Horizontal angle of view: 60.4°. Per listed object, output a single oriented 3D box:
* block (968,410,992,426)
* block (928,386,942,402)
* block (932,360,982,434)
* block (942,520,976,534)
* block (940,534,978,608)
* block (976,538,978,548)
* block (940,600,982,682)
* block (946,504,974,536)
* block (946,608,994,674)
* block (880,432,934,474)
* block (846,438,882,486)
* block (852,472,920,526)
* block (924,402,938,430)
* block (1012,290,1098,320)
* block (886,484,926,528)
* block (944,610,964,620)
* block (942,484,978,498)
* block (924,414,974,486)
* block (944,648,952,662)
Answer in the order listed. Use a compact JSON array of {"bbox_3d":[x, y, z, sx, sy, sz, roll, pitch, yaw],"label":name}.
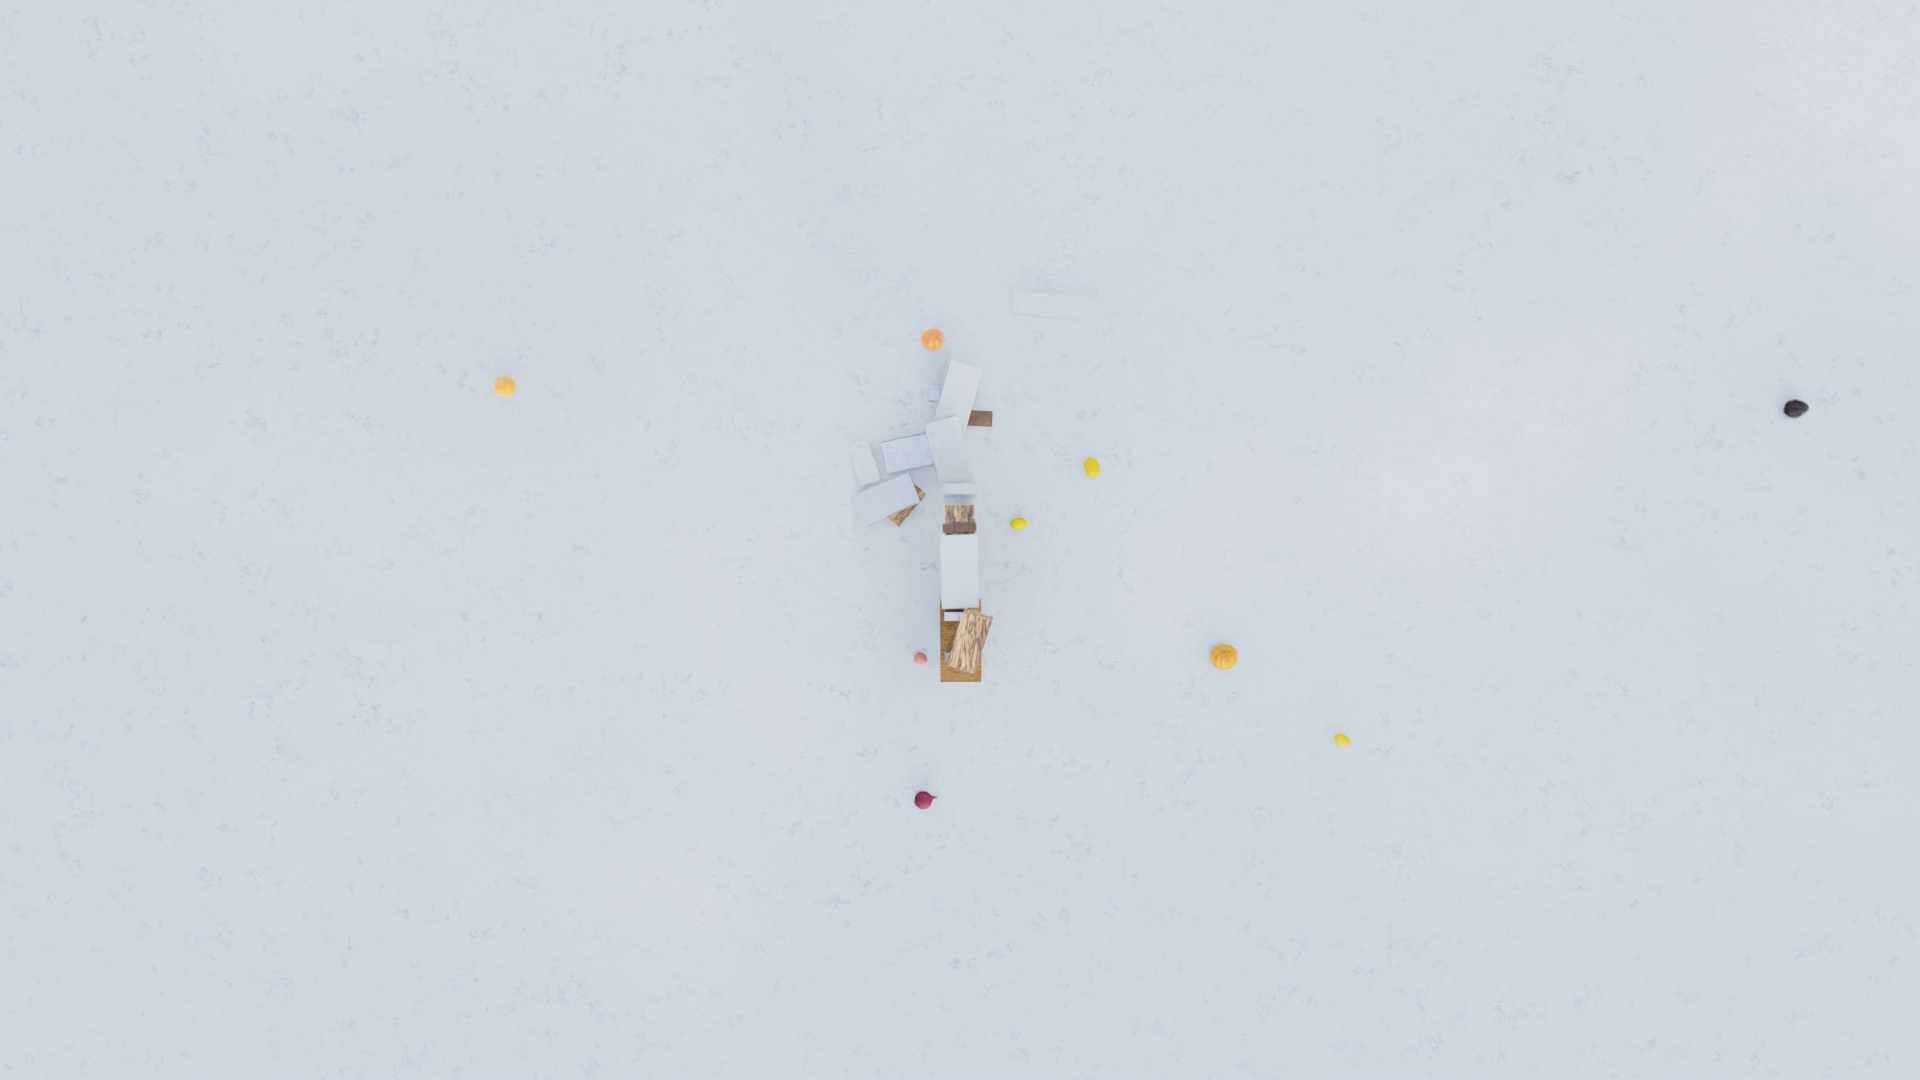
[{"bbox_3d":[0.057,-0.405,5.493,0.102,0.014,0.051,3,90,0],"label":"block"},{"bbox_3d":[-0.056,-0.482,5.480,0.102,0.014,0.051,6,81,-10],"label":"block"},{"bbox_3d":[-0.010,-0.471,5.461,0.111,0.031,0.222,16,88,-10],"label":"block"},{"bbox_3d":[-0.002,-0.042,5.163,0.104,0.250,0.029,-4,92,0],"label":"block"},{"bbox_3d":[-0.002,0.096,5.048,0.112,0.032,0.224,-2,90,0],"label":"block"},{"bbox_3d":[0.001,0.012,5.176,0.112,0.224,0.032,0,90,0],"label":"block"},{"bbox_3d":[0.002,0.319,5.222,0.130,0.037,0.259,0,90,0],"label":"block"},{"bbox_3d":[-0.001,-0.020,5.301,0.093,0.026,0.185,0,90,0],"label":"block"},{"bbox_3d":[0.030,0.306,5.008,0.091,0.026,0.183,18,90,0],"label":"block"},{"bbox_3d":[-0.150,-0.295,5.477,0.208,0.029,0.104,-12,99,0],"label":"block"},{"bbox_3d":[-0.319,-0.257,5.490,0.072,0.020,0.143,-20,90,0],"label":"block"},{"bbox_3d":[-0.245,-0.134,5.468,0.208,0.029,0.104,-23,81,5],"label":"block"},{"bbox_3d":[-0.083,-0.412,5.493,0.051,0.014,0.102,13,90,0],"label":"block"},{"bbox_3d":[0.314,-0.783,5.490,0.281,0.020,0.072,6,90,0],"label":"block"},{"bbox_3d":[-0.184,-0.121,5.490,0.072,0.020,0.143,39,90,0],"label":"block"},{"bbox_3d":[-0.001,0.234,5.113,0.091,0.183,0.026,0,89,0],"label":"block"},{"bbox_3d":[0.001,-0.159,5.388,0.111,0.222,0.031,0,88,0],"label":"block"},{"bbox_3d":[-0.037,-0.294,5.446,0.111,0.031,0.222,-16,107,-1],"label":"block"},{"bbox_3d":[0.000,0.357,5.113,0.091,0.183,0.026,0,90,0],"label":"block"}]
